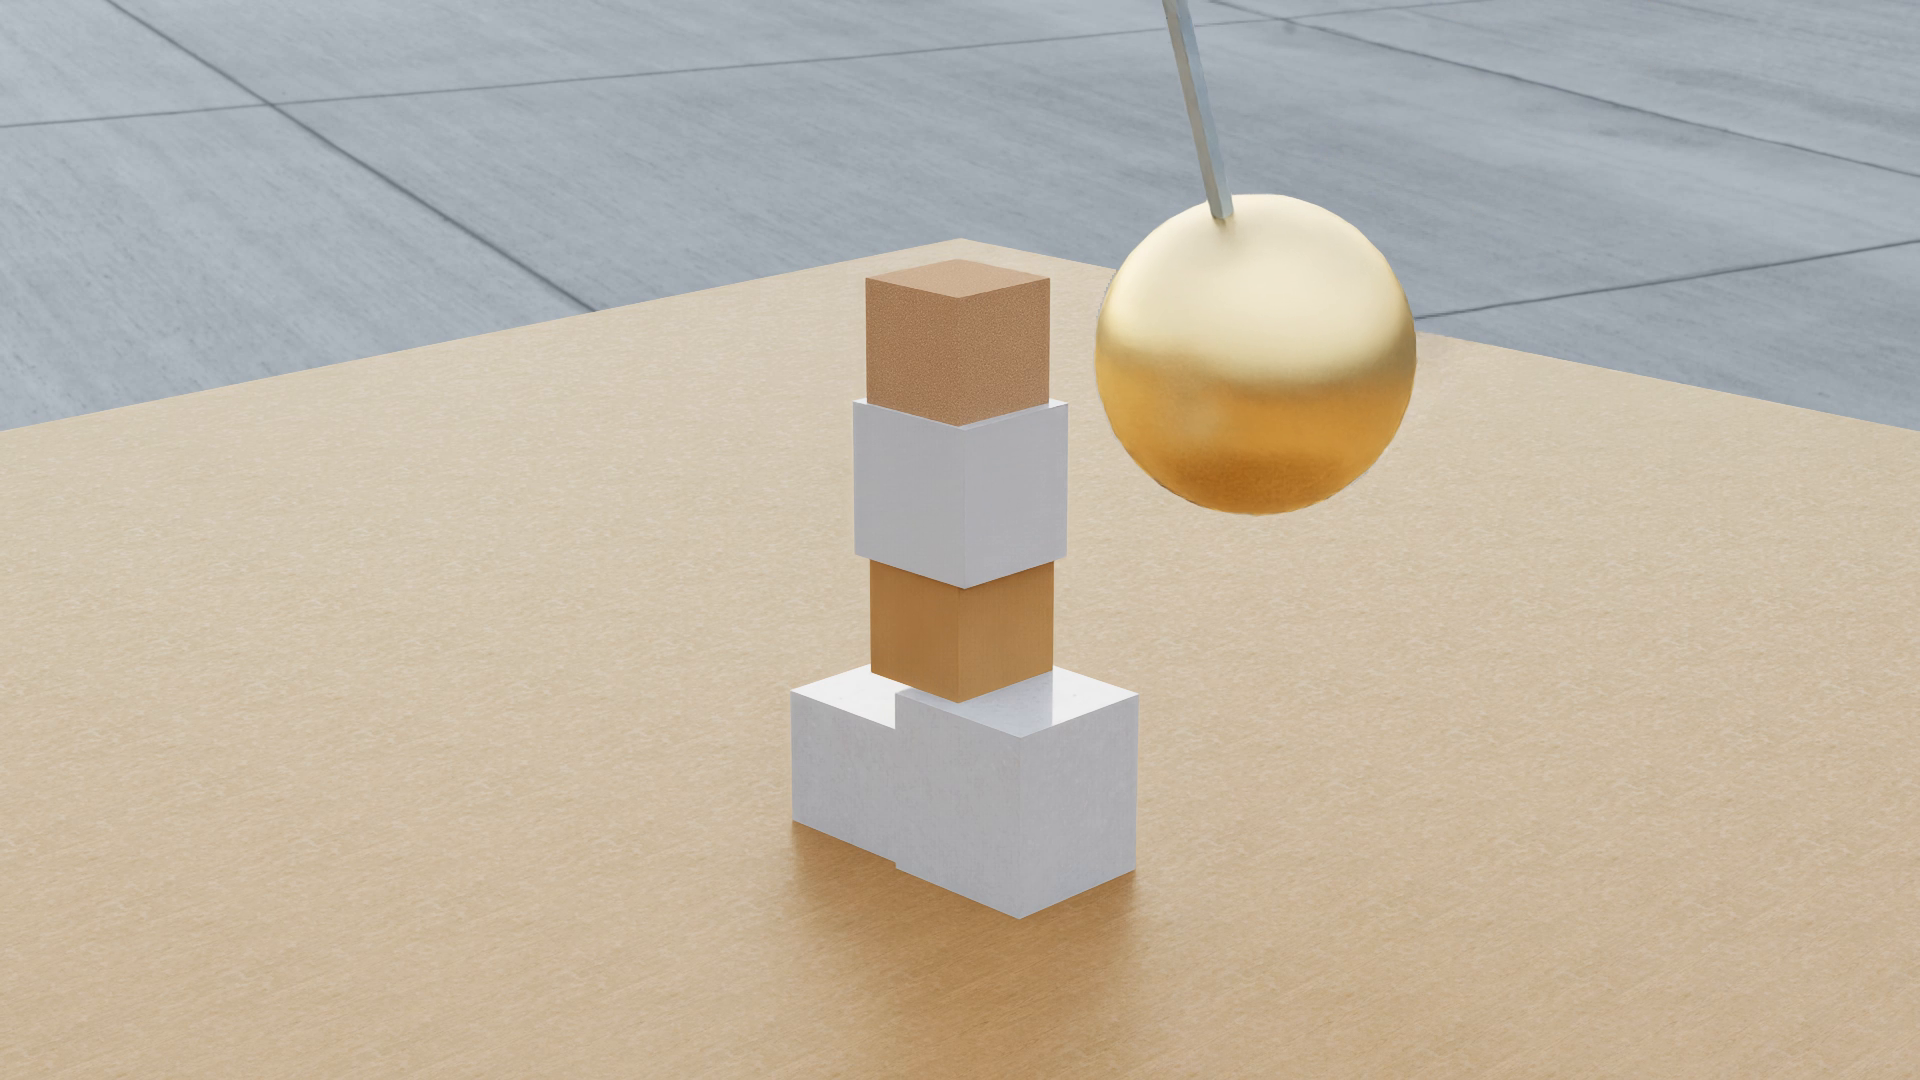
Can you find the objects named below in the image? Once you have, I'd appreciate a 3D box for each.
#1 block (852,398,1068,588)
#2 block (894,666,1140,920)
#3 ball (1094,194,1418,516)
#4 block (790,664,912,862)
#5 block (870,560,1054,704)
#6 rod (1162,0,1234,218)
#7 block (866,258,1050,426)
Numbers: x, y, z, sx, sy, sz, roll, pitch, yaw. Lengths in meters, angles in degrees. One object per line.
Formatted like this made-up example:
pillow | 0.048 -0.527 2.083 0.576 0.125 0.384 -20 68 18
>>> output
block | 0.003 -0.274 13.258 0.659 0.723 0.710 -17 24 -42
block | 0.257 1.105 13.393 0.773 0.862 0.790 -17 24 -42
ball | 1.467 -0.918 14.591 1.600 1.600 1.600 0 17 0
block | -0.291 1.033 13.954 0.697 0.662 0.753 -17 24 -42
block | 0.009 0.337 13.457 0.619 0.564 0.572 -17 24 -42
rod | 0.636 -3.713 12.841 0.080 5.200 0.080 17 44 42
block | -0.010 -0.888 13.052 0.577 0.572 0.581 -17 24 -42
